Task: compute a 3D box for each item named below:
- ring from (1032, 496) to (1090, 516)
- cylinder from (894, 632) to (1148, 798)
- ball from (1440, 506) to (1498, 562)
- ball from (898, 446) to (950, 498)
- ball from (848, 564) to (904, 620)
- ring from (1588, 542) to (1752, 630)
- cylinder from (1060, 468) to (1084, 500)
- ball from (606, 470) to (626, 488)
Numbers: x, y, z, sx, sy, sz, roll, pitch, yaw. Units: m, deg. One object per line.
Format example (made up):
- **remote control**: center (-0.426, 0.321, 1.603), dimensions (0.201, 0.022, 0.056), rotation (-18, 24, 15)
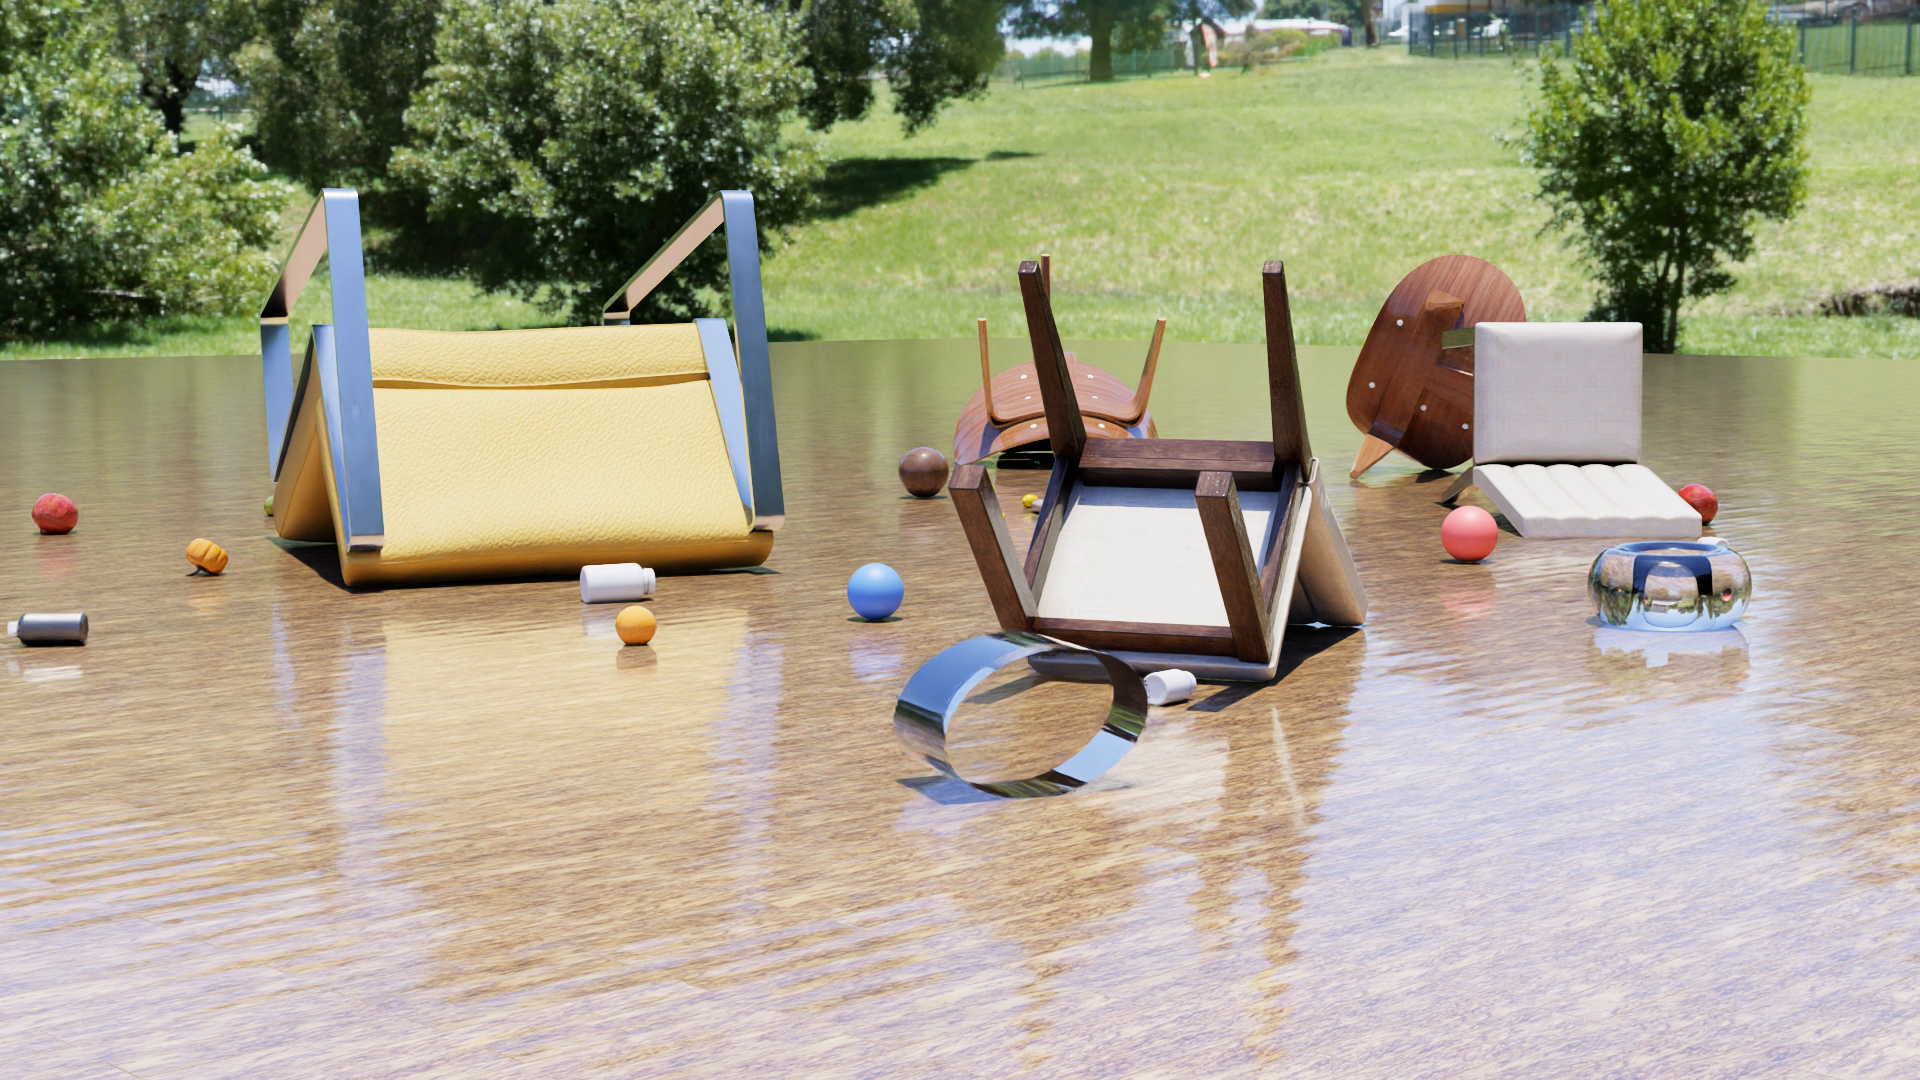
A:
- **ring**: center (0.280, -0.094, 7.136), dimensions (0.159, 0.040, 0.212), rotation (-1, 5, -16)
- **cylinder**: center (0.078, 0.224, 3.321), dimensions (0.286, 0.185, 0.173), rotation (-13, 10, -22)
- **ball**: center (1.174, -0.014, 5.914), dimensions (0.130, 0.130, 0.130), rotation (0, 6, 0)
- **ball**: center (-0.108, -0.202, 7.628), dimensions (0.152, 0.152, 0.152), rotation (0, 6, 0)
- **ball**: center (-0.162, 0.099, 4.923), dimensions (0.109, 0.109, 0.109), rotation (0, 6, 0)
- **ring**: center (1.347, 0.087, 4.874), dimensions (0.314, 0.145, 0.280), rotation (-3, 8, -21)
- **cylinder**: center (0.333, -0.167, 7.608), dimensions (0.059, 0.088, 0.101), rotation (-2, 6, -20)
- **ball**: center (-1.073, -0.192, 7.997), dimensions (0.057, 0.057, 0.057), rotation (0, 6, 0)
